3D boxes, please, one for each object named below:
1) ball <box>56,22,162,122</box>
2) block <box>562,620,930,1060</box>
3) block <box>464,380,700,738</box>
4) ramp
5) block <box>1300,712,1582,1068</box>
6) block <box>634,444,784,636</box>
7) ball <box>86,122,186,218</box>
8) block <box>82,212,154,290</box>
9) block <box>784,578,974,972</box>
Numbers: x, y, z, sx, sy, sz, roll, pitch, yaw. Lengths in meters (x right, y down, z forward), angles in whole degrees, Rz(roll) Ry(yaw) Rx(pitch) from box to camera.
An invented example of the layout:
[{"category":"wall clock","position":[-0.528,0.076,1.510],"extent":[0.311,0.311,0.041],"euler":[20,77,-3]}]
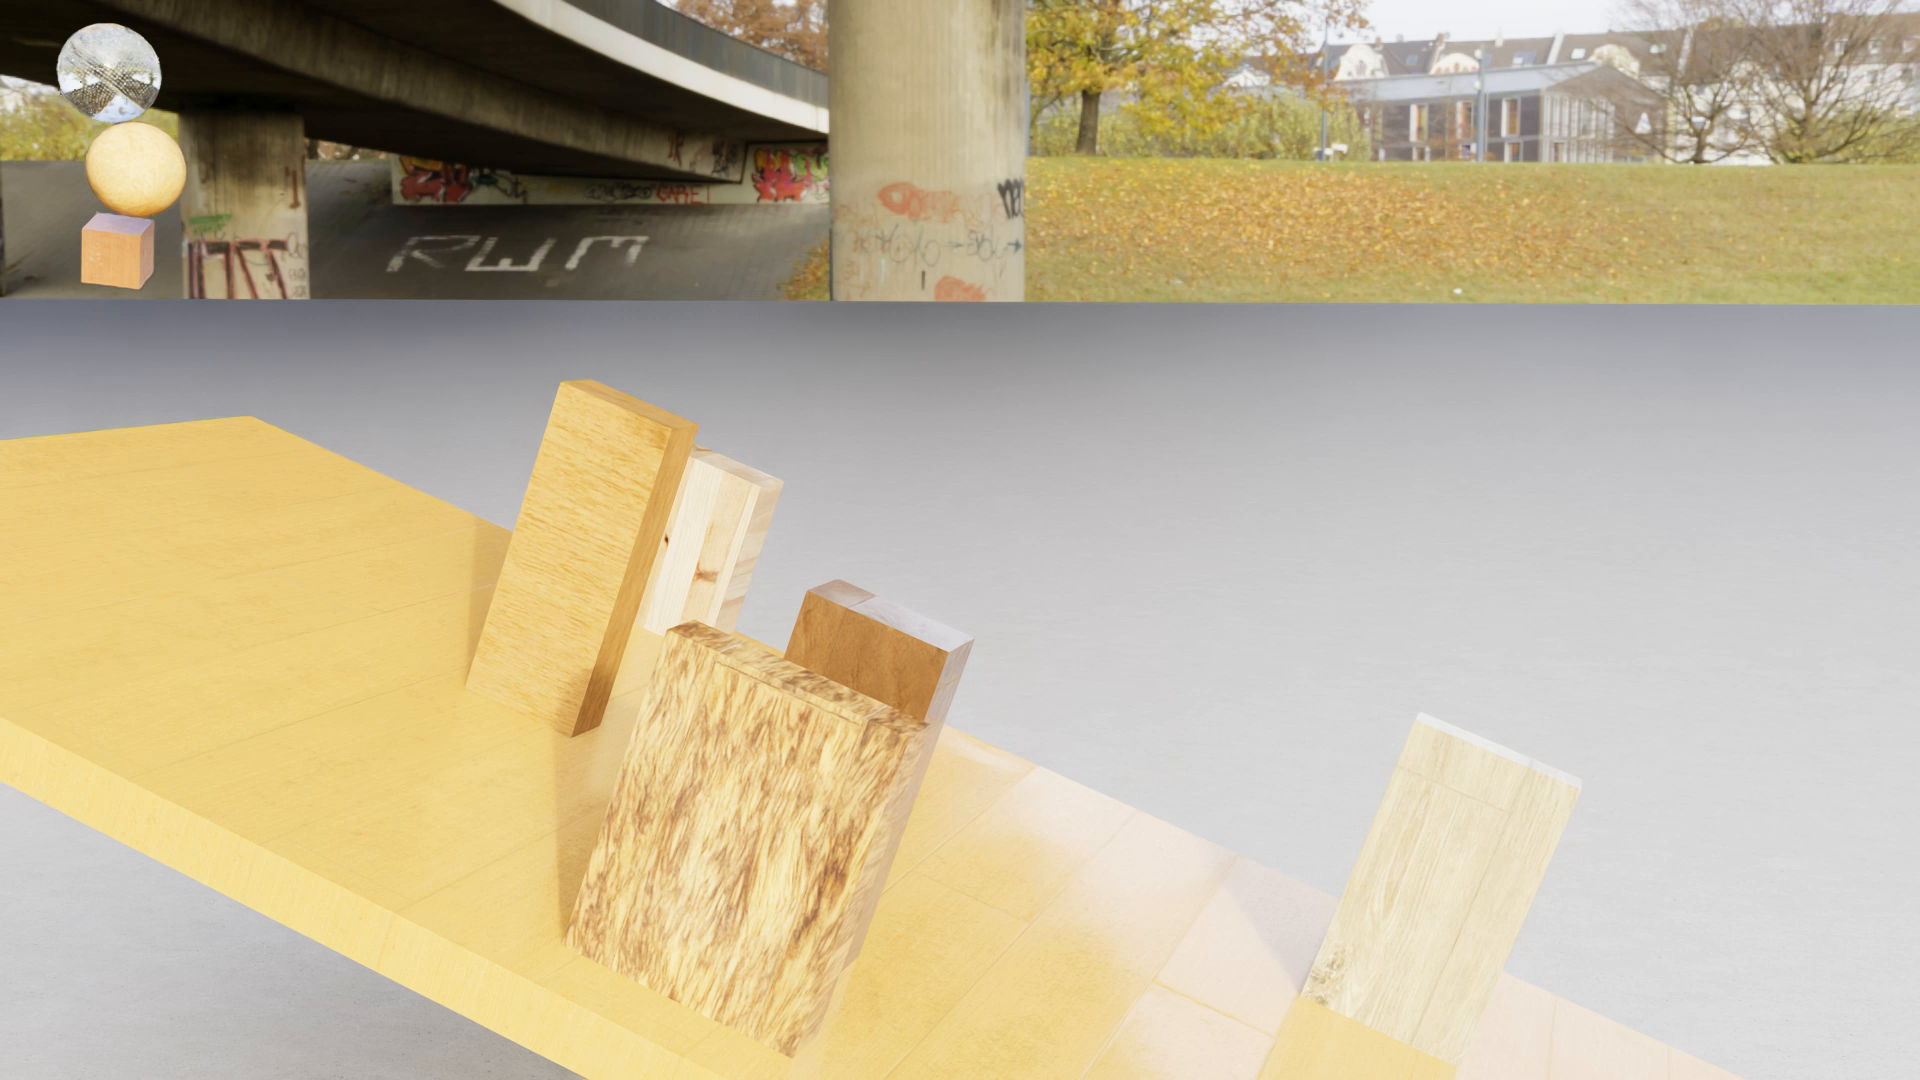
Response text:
[{"category":"ball","position":[-1.676,-0.921,4.335],"extent":[0.193,0.193,0.193],"euler":[0,7,0]},{"category":"block","position":[-0.330,0.451,3.344],"extent":[0.408,0.537,0.101],"euler":[23,13,13]},{"category":"block","position":[-0.735,0.035,4.262],"extent":[0.243,0.642,0.126],"euler":[23,13,13]},{"category":"ramp","position":[-0.329,0.598,4.208],"extent":[4.000,0.100,2.000],"euler":[23,13,13]},{"category":"block","position":[0.919,0.669,4.214],"extent":[0.325,0.595,0.086],"euler":[23,13,13]},{"category":"block","position":[-0.657,-0.005,5.085],"extent":[0.363,0.416,0.141],"euler":[23,13,13]},{"category":"ball","position":[-1.641,-0.739,4.381],"extent":[0.189,0.189,0.189],"euler":[0,7,0]},{"category":"block","position":[-1.724,-0.593,4.503],"extent":[0.113,0.113,0.113],"euler":[7,24,-8]},{"category":"block","position":[-0.209,0.395,3.636],"extent":[0.255,0.596,0.146],"euler":[23,13,13]}]
